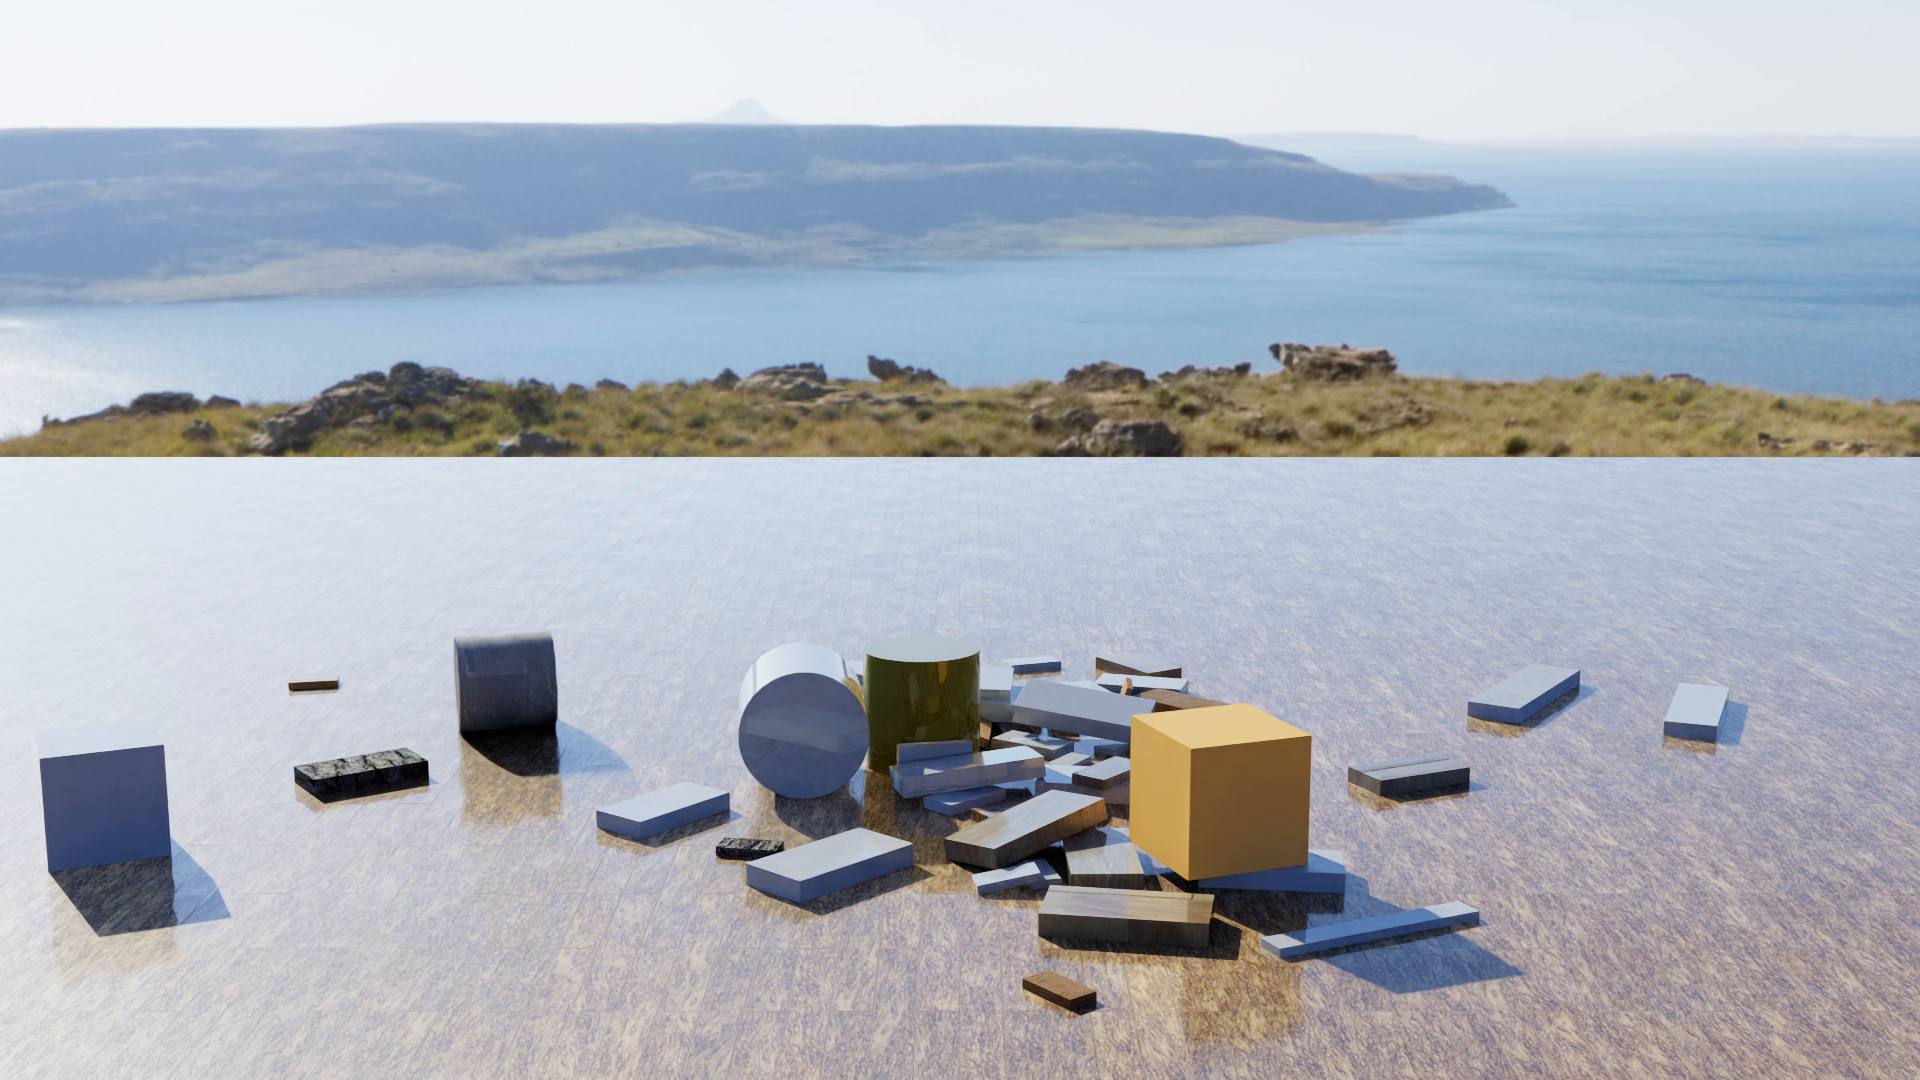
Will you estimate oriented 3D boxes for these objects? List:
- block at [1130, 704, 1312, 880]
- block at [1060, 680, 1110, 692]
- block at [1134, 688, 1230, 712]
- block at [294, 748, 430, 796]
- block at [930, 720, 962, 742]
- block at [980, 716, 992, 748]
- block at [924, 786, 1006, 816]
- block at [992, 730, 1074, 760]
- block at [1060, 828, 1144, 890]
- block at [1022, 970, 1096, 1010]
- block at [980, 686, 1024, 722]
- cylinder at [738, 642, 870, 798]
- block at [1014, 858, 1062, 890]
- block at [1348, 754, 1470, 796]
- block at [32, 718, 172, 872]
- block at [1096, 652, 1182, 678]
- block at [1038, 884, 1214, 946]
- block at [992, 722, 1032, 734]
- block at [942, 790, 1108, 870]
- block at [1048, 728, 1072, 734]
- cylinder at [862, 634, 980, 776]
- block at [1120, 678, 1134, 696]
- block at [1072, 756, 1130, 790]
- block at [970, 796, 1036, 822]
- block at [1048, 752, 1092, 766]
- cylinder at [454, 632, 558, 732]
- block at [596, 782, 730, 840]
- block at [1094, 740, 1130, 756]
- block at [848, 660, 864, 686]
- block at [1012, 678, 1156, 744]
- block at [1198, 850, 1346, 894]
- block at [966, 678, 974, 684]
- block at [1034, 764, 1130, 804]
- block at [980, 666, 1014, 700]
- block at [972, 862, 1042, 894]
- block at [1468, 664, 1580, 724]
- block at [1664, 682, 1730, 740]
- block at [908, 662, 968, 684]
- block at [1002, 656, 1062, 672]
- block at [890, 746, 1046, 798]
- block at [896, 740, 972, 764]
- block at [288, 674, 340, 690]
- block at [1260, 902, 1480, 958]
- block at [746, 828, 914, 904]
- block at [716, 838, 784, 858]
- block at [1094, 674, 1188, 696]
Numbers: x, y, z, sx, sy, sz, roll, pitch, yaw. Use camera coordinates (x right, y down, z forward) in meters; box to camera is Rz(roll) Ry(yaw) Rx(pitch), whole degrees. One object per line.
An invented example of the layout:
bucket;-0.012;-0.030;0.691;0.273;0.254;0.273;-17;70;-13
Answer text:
block;0.441;0.425;3.752;0.225;0.225;0.225;-4;11;-21
block;0.282;0.353;4.861;0.106;0.030;0.212;-4;11;-21
block;0.480;0.364;4.811;0.198;0.028;0.099;10;15;44
block;-1.174;0.454;4.314;0.229;0.033;0.115;-7;13;-35
block;-0.022;0.404;4.615;0.068;0.019;0.137;1;11;6
block;0.029;0.395;4.597;0.068;0.019;0.137;21;12;-1
block;0.009;0.488;4.159;0.074;0.021;0.148;10;14;43
block;0.150;0.421;4.520;0.152;0.022;0.076;7;13;35
block;0.242;0.551;3.786;0.122;0.035;0.244;0;11;-2
block;0.146;0.662;3.239;0.053;0.015;0.105;-8;13;-38
block;0.002;0.349;4.735;0.346;0.039;0.138;2;13;5
cylinder;-0.307;0.349;4.289;0.249;0.249;0.249;-1;11;-5
block;0.133;0.568;3.745;0.053;0.015;0.105;-3;11;-13
block;0.877;0.458;4.298;0.212;0.030;0.106;-5;12;-25
block;-1.520;0.446;3.891;0.201;0.201;0.201;-5;12;-26
block;0.418;0.300;5.155;0.099;0.028;0.198;-7;13;-33
block;0.268;0.599;3.514;0.268;0.038;0.134;2;11;10
block;0.110;0.397;4.657;0.063;0.018;0.125;-2;11;-10
block;0.116;0.508;3.873;0.268;0.038;0.134;-19;14;-39
block;0.219;0.389;4.702;0.063;0.018;0.125;0;11;-2
cylinder;-0.077;0.332;4.418;0.235;0.235;0.235;0;11;0
block;0.368;0.340;4.883;0.013;0.047;0.095;20;11;-1
block;0.286;0.445;4.201;0.074;0.021;0.148;8;13;37
block;0.105;0.505;4.070;0.152;0.022;0.076;-7;12;-32
block;0.219;0.446;4.406;0.047;0.013;0.094;7;13;33
cylinder;-0.967;0.302;4.675;0.200;0.200;0.200;-3;11;-16
block;-0.548;0.499;4.070;0.115;0.033;0.230;8;13;37
block;0.322;0.424;4.528;0.047;0.013;0.095;8;13;37
block;-0.167;0.321;5.051;0.324;0.024;0.084;10;15;44
block;0.260;0.358;4.597;0.276;0.039;0.138;10;23;12
block;0.529;0.559;3.740;0.244;0.035;0.122;1;11;7
block;0.032;0.335;4.918;0.137;0.019;0.068;6;27;14
block;0.274;0.470;4.220;0.244;0.035;0.122;2;11;11
block;0.071;0.311;4.763;0.084;0.024;0.168;1;13;3
block;0.078;0.568;3.695;0.109;0.015;0.054;-11;13;-7
block;1.266;0.341;4.923;0.115;0.033;0.414;7;13;33
block;1.600;0.370;4.772;0.106;0.030;0.354;4;11;23
block;-0.069;0.327;4.890;0.084;0.024;0.168;17;32;38
block;0.170;0.294;5.214;0.125;0.018;0.063;-4;11;-20
block;0.013;0.445;4.233;0.276;0.039;0.138;-7;5;-12
block;-0.050;0.434;4.309;0.148;0.074;0.021;-2;11;-12
block;-1.483;0.326;5.049;0.109;0.015;0.054;-2;11;-12
block;0.653;0.616;3.487;0.384;0.015;0.053;-5;12;-25
block;-0.220;0.554;3.760;0.134;0.038;0.268;10;14;42
block;-0.371;0.543;3.878;0.109;0.015;0.054;2;11;11
block;0.410;0.333;4.974;0.198;0.028;0.099;3;11;16
